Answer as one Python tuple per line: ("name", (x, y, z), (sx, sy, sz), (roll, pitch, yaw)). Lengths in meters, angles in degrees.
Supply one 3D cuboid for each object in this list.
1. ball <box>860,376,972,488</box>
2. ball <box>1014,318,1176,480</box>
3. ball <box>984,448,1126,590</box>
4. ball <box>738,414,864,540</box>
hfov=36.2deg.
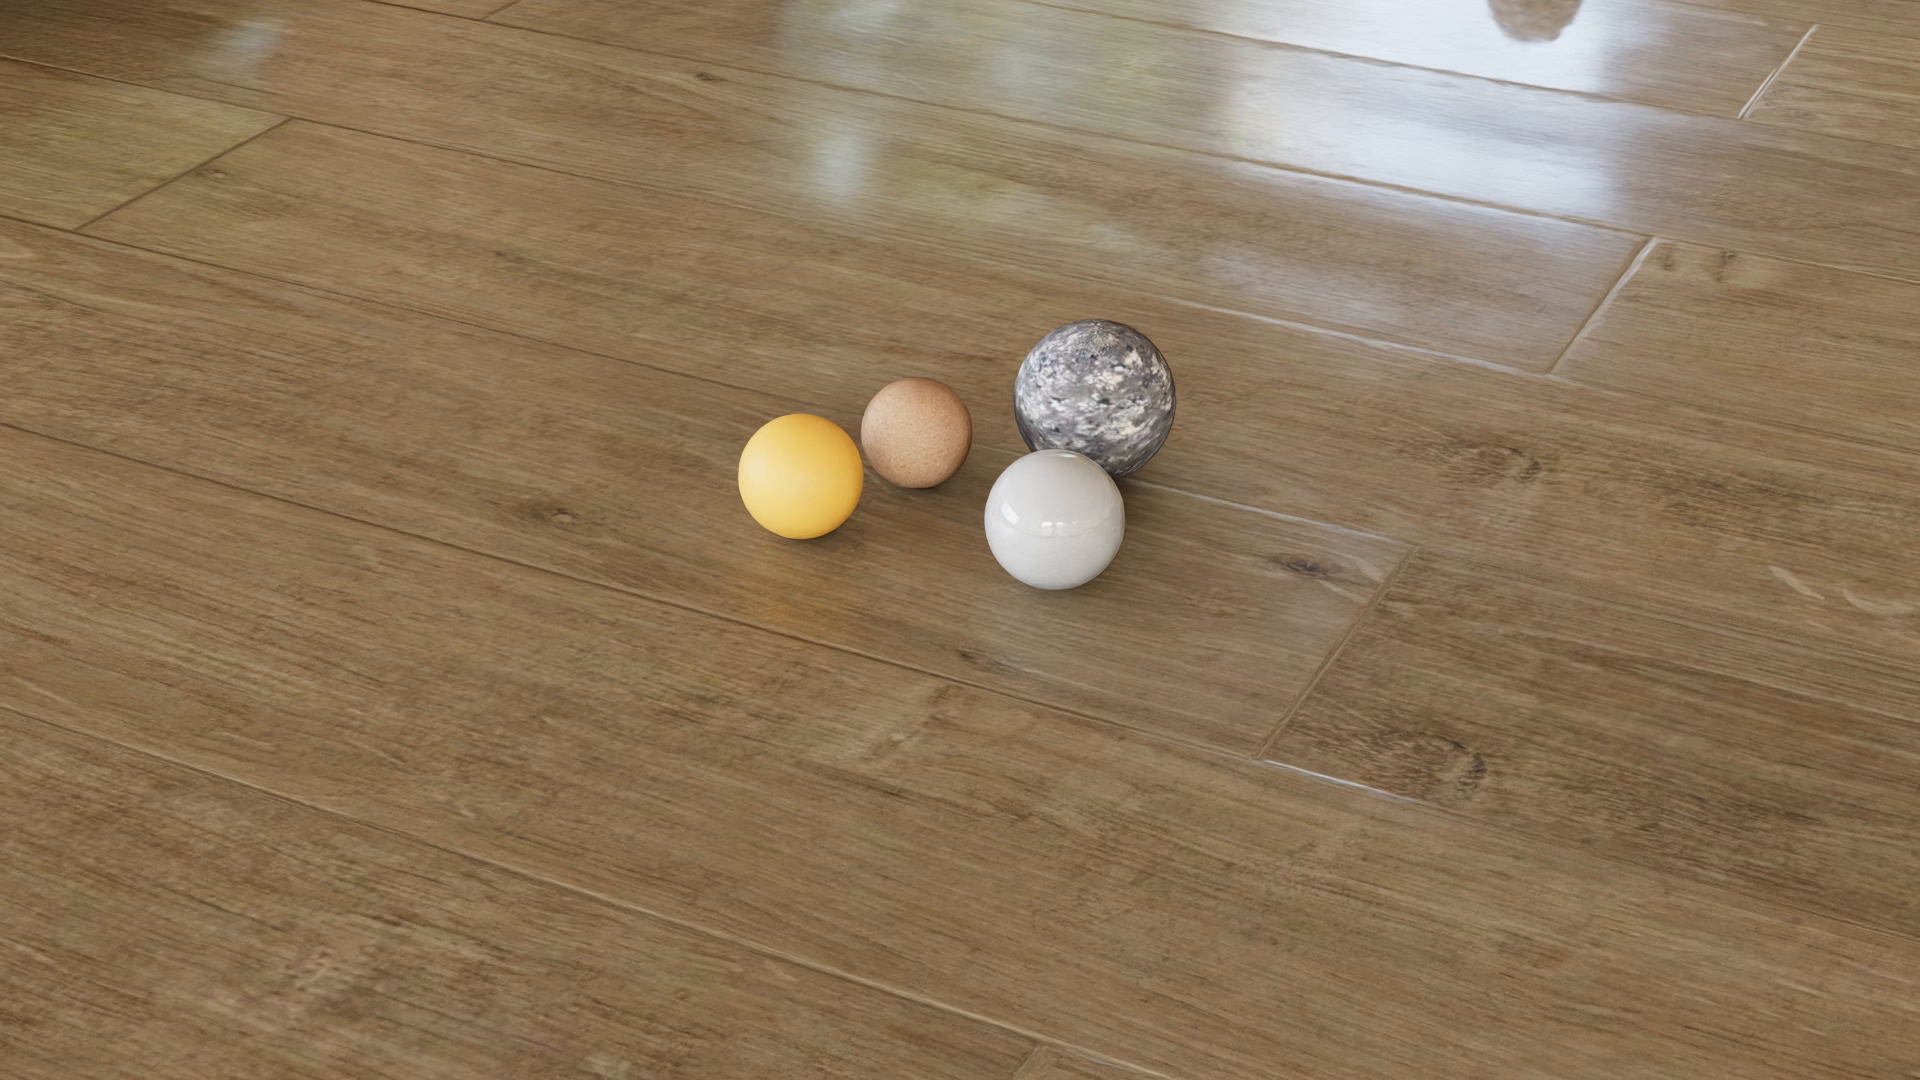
("ball", (-0.026, -0.063, 1.738), (0.066, 0.066, 0.066), (0, 29, 0))
("ball", (0.080, -0.083, 1.741), (0.097, 0.097, 0.097), (0, 29, 0))
("ball", (0.053, -0.011, 1.632), (0.079, 0.079, 0.079), (0, 29, 0))
("ball", (-0.091, -0.036, 1.683), (0.072, 0.072, 0.072), (0, 29, 0))
